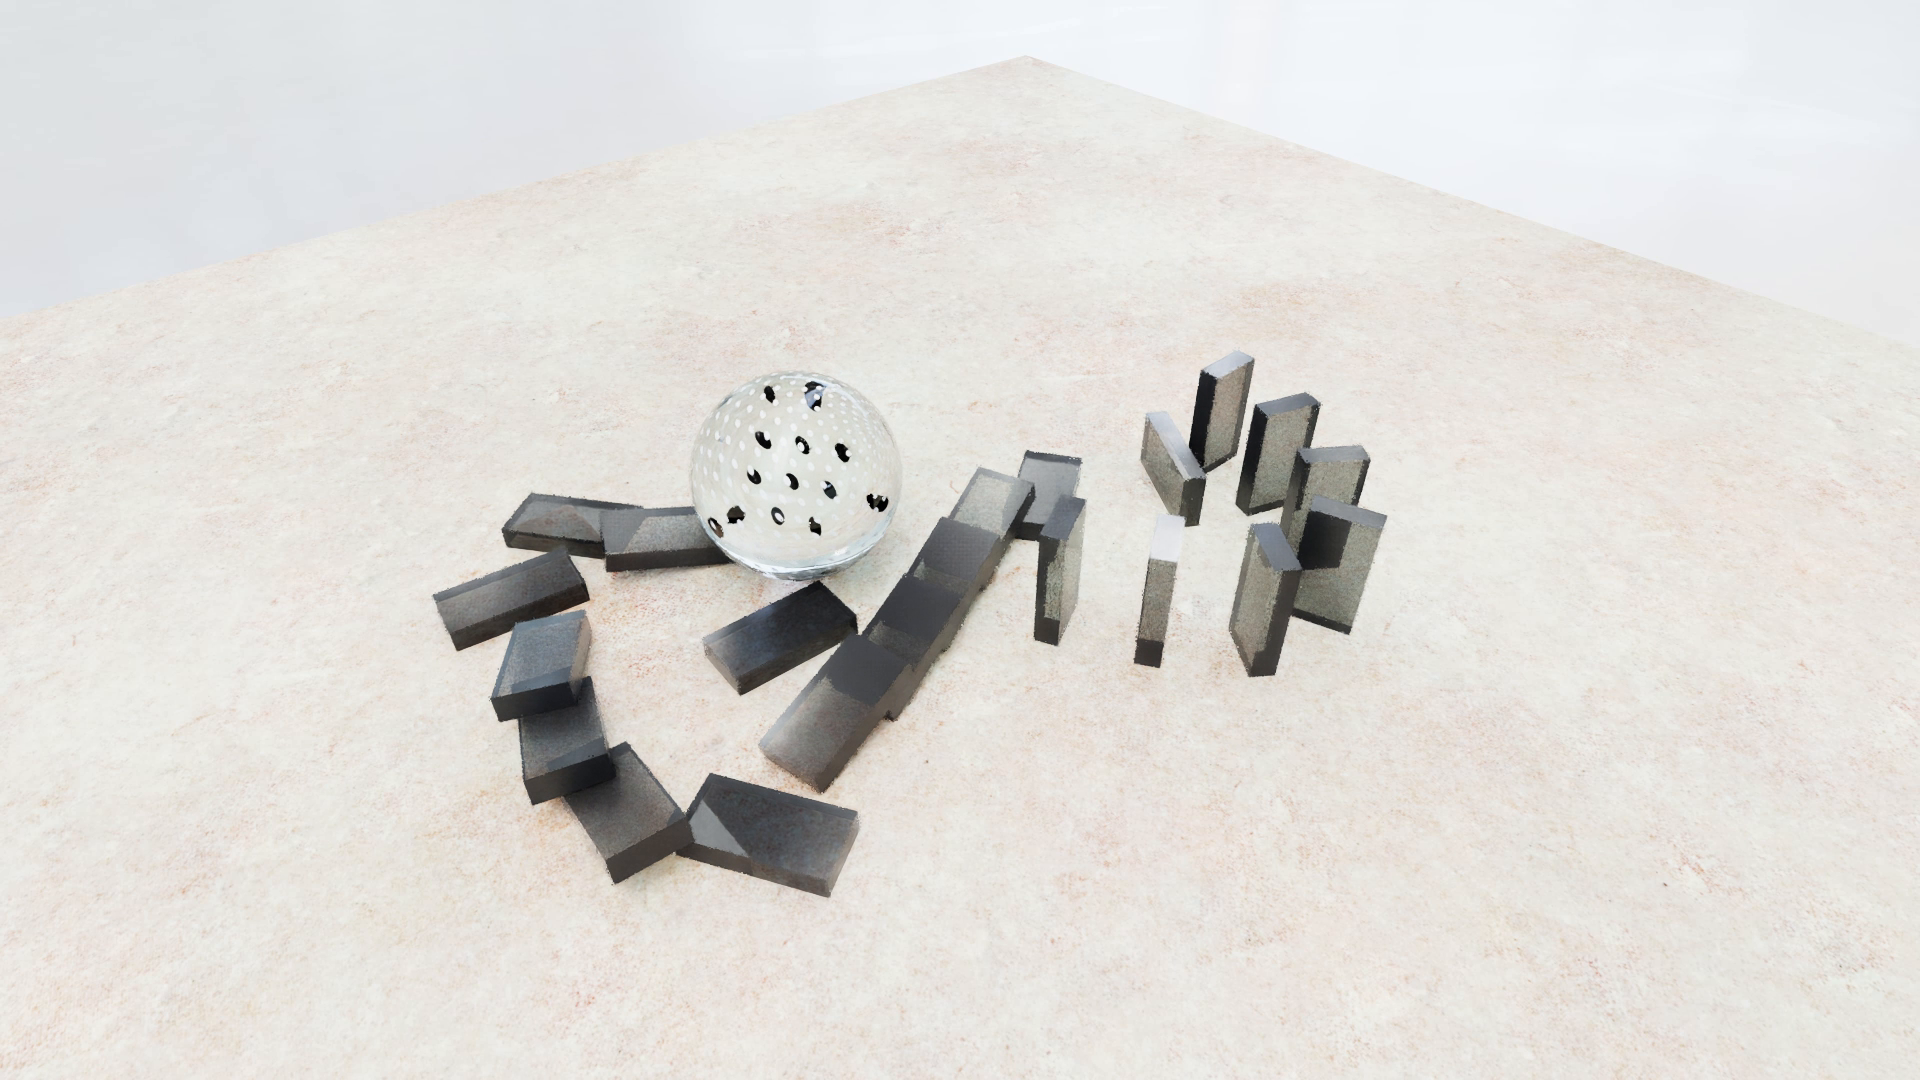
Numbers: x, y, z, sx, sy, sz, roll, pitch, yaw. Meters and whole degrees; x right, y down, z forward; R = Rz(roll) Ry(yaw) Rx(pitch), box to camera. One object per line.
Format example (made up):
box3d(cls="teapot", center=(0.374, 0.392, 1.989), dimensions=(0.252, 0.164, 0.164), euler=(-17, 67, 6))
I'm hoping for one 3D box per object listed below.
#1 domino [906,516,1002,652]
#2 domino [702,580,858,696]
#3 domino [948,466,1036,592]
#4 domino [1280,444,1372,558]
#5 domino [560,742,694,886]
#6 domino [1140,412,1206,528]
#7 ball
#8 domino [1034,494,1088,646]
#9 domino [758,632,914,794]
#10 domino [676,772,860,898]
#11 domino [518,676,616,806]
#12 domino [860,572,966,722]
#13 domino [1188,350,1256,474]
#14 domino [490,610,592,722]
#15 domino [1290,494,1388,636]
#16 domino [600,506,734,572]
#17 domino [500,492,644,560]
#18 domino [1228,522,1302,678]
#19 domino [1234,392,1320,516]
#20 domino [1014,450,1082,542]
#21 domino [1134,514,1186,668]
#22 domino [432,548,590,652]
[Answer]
box3d(cls="domino", center=(-0.006, 0.016, 0.414), dimensions=(0.025, 0.009, 0.050), euler=(18, 58, 21))
box3d(cls="domino", center=(-0.065, 0.035, 0.401), dimensions=(0.050, 0.010, 0.025), euler=(-27, 46, -29))
box3d(cls="domino", center=(0.008, -0.005, 0.439), dimensions=(0.025, 0.009, 0.050), euler=(18, 58, 21))
box3d(cls="domino", center=(0.140, -0.013, 0.427), dimensions=(0.025, 0.050, 0.009), euler=(-4, 39, -5))
box3d(cls="domino", center=(-0.103, 0.082, 0.334), dimensions=(0.025, 0.009, 0.050), euler=(-25, 31, -28))
box3d(cls="domino", center=(0.090, -0.031, 0.469), dimensions=(0.009, 0.025, 0.050), euler=(-7, 40, -8))
box3d(cls="ball", center=(-0.062, -0.024, 0.417), dimensions=(0.080, 0.080, 0.080), euler=(0, 39, 0))
box3d(cls="domino", center=(0.036, 0.011, 0.398), dimensions=(0.009, 0.050, 0.025), euler=(14, 41, 17))
box3d(cls="domino", center=(-0.041, 0.056, 0.364), dimensions=(0.025, 0.009, 0.050), euler=(25, 61, 27))
box3d(cls="domino", center=(-0.059, 0.089, 0.335), dimensions=(0.050, 0.010, 0.025), euler=(11, 41, 13))
box3d(cls="domino", center=(-0.128, 0.064, 0.355), dimensions=(0.025, 0.009, 0.050), euler=(-17, 28, -17))
box3d(cls="domino", center=(-0.021, 0.037, 0.388), dimensions=(0.025, 0.010, 0.050), euler=(21, 59, 24))
box3d(cls="domino", center=(0.113, -0.055, 0.478), dimensions=(0.025, 0.050, 0.010), euler=(-29, 48, -31))
box3d(cls="domino", center=(-0.144, 0.042, 0.381), dimensions=(0.025, 0.010, 0.050), euler=(-12, 27, -7))
box3d(cls="domino", center=(0.136, 0.010, 0.400), dimensions=(0.025, 0.050, 0.009), euler=(19, 43, 22))
box3d(cls="domino", center=(-0.115, -0.001, 0.436), dimensions=(0.050, 0.010, 0.025), euler=(-4, 44, -21))
box3d(cls="domino", center=(-0.157, -0.006, 0.450), dimensions=(0.050, 0.010, 0.025), euler=(7, 40, 8))
box3d(cls="domino", center=(0.106, 0.021, 0.385), dimensions=(0.010, 0.050, 0.025), euler=(-4, 40, -5))
box3d(cls="domino", center=(0.131, -0.035, 0.454), dimensions=(0.025, 0.050, 0.010), euler=(-15, 42, -17))
box3d(cls="domino", center=(0.035, -0.019, 0.466), dimensions=(0.025, 0.010, 0.050), euler=(8, 40, 10))
box3d(cls="domino", center=(0.070, 0.018, 0.389), dimensions=(0.010, 0.050, 0.025), euler=(10, 40, 12))
box3d(cls="domino", center=(-0.170, 0.022, 0.417), dimensions=(0.050, 0.010, 0.025), euler=(-23, 45, -26))
